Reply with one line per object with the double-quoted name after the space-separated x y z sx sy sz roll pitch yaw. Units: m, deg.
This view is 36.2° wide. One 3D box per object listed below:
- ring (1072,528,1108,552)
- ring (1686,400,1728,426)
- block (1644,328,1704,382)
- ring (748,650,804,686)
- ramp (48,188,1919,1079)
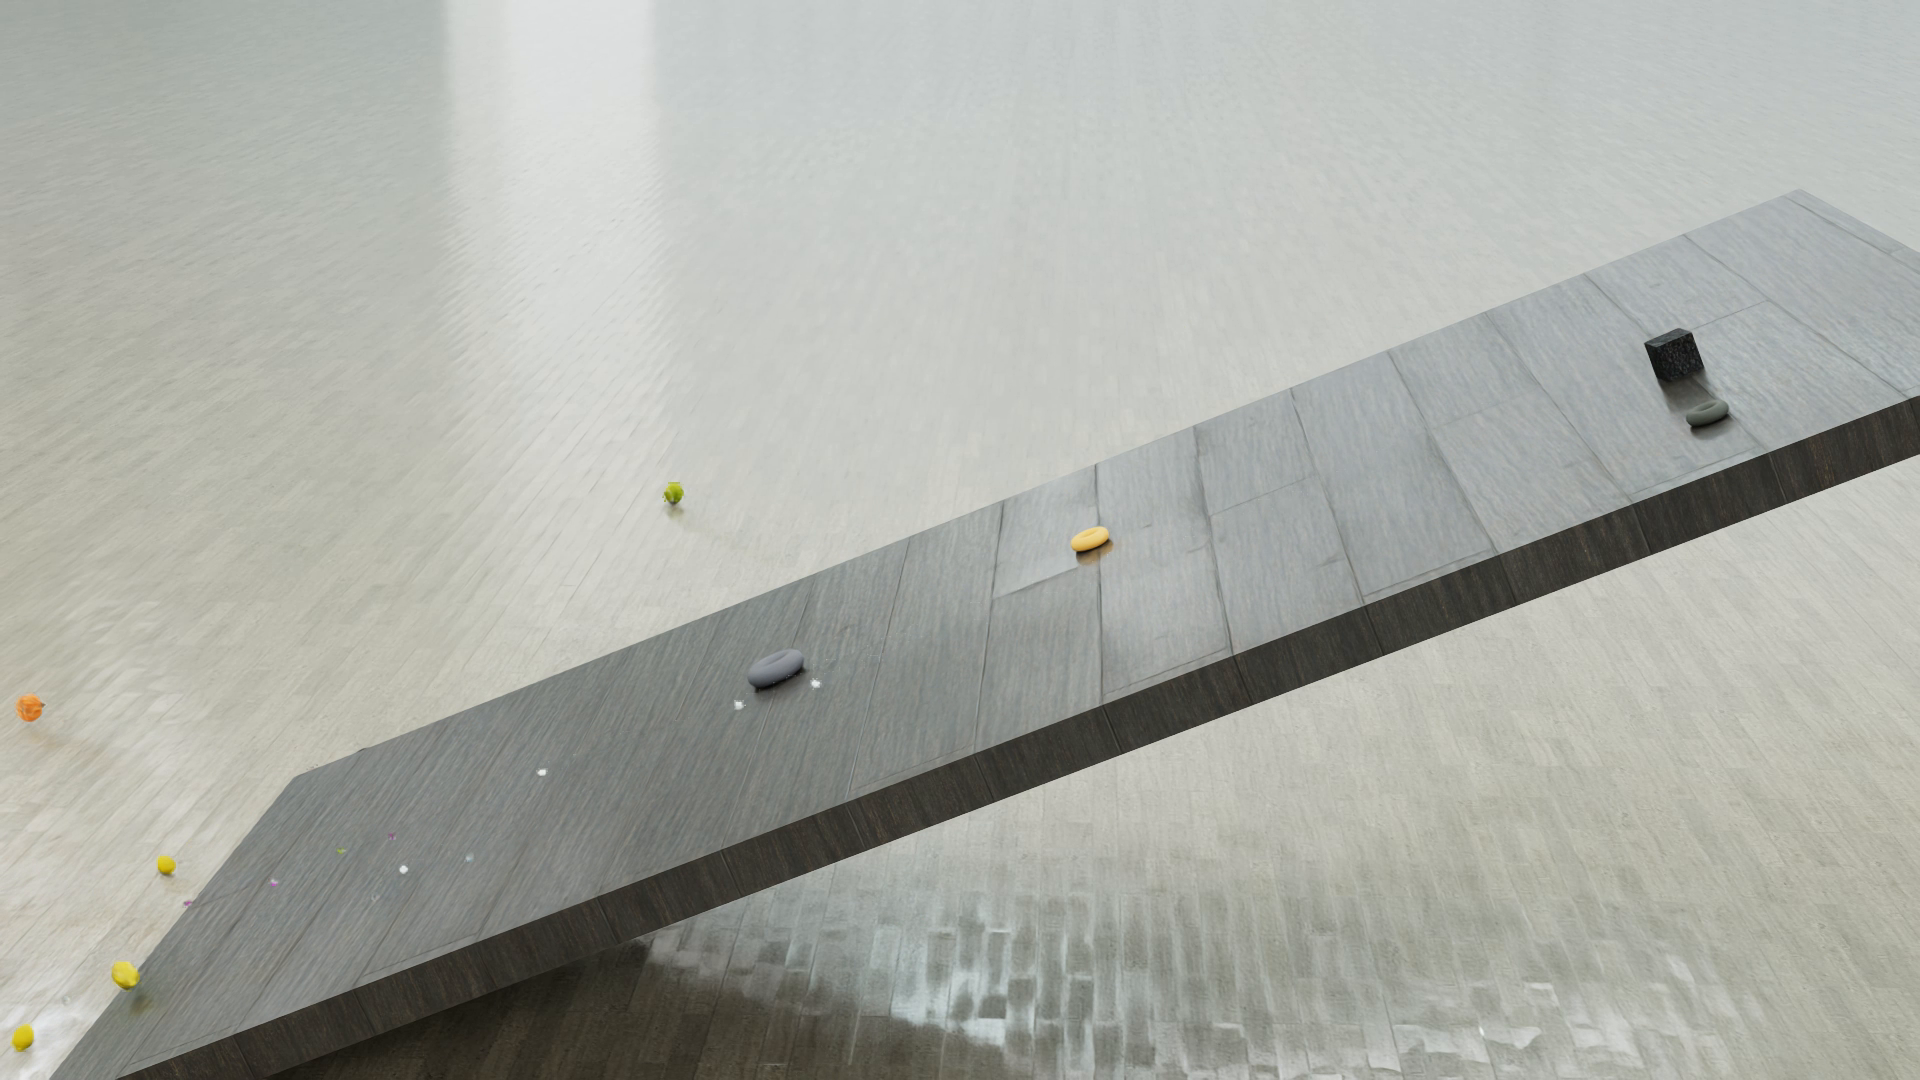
0.284 -0.002 6.443 0.088 0.029 0.088 -21 13 5 "ring"
1.386 -0.235 5.453 0.080 0.027 0.080 -23 11 5 "ring"
1.418 -0.367 5.842 0.076 0.076 0.076 -23 12 -1 "block"
-0.404 0.281 6.444 0.133 0.044 0.133 -23 11 5 "ring"
0.125 0.173 6.289 4.000 0.100 2.000 -21 12 7 "ramp"
